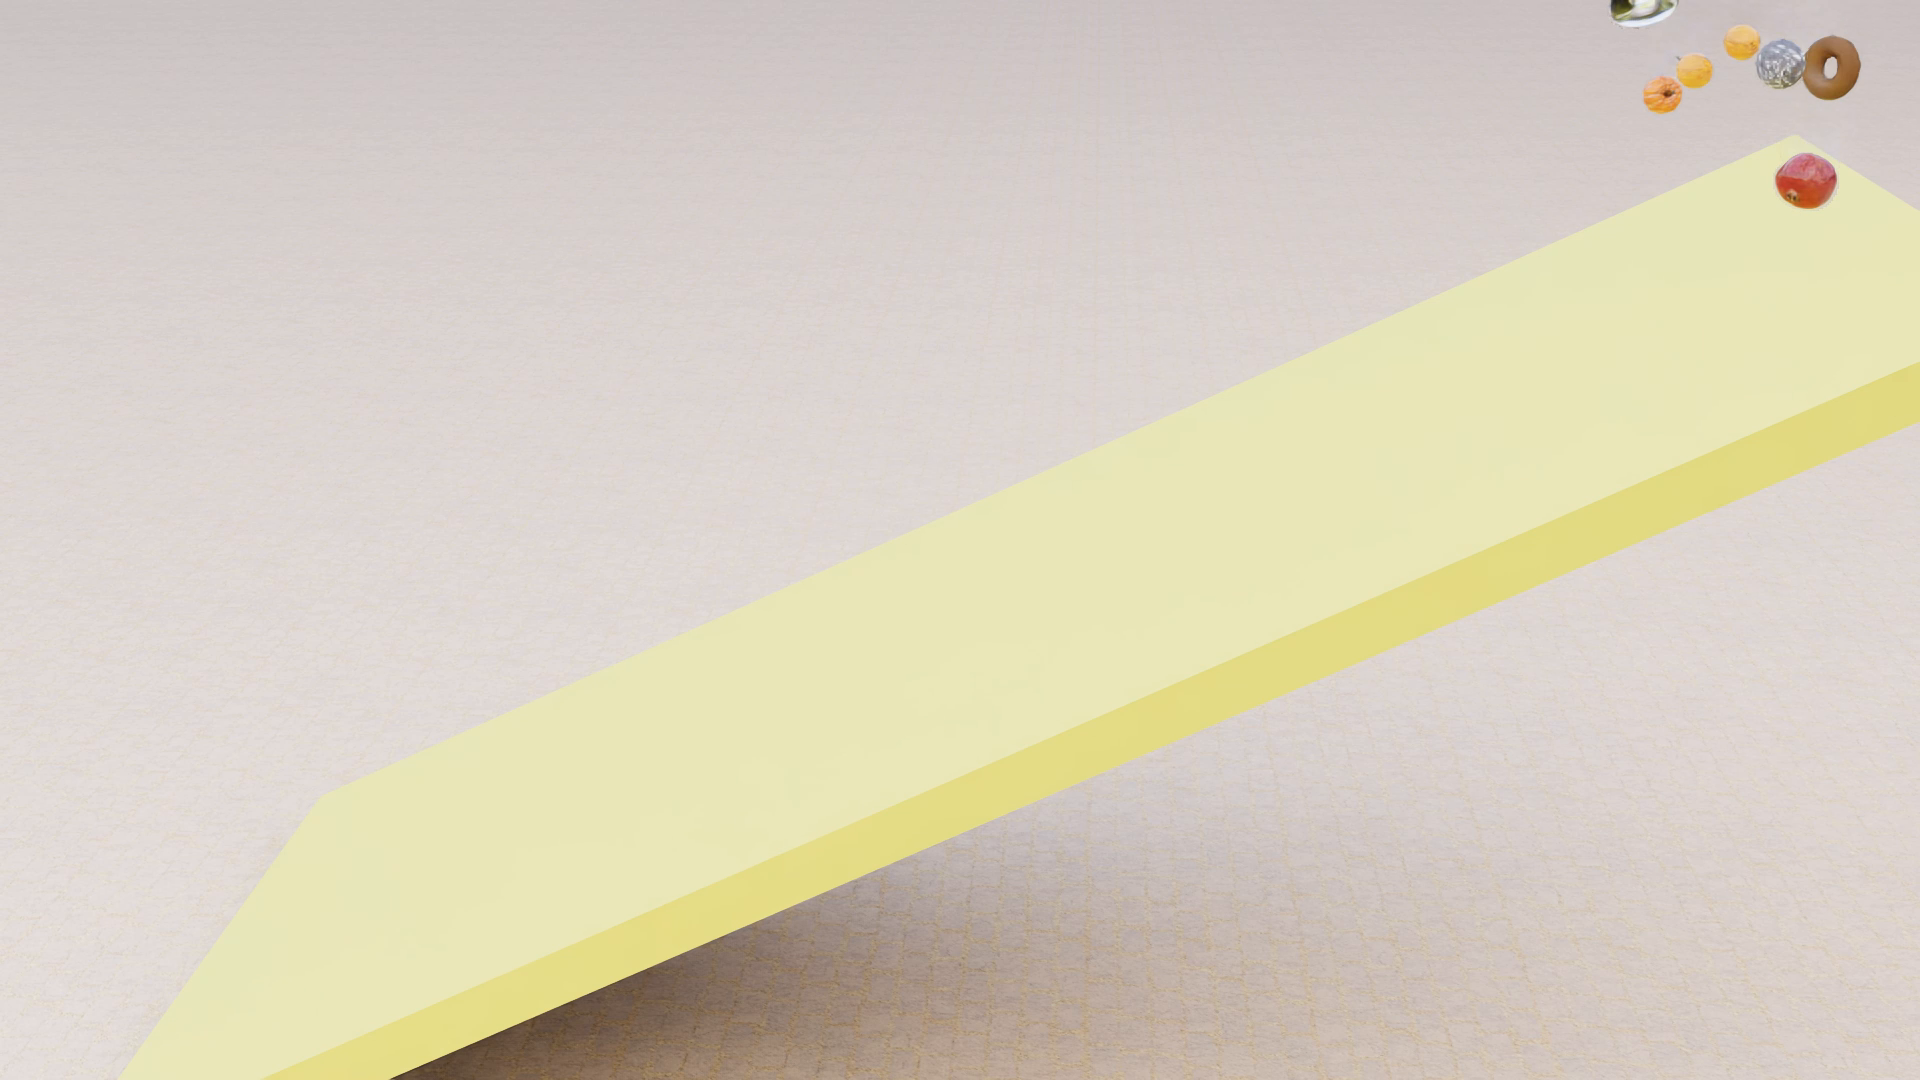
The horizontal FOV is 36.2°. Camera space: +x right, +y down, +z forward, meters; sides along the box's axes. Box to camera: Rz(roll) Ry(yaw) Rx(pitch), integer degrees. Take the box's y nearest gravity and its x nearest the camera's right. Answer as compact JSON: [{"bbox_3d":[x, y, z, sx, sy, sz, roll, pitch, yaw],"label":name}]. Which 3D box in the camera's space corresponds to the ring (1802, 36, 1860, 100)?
[{"bbox_3d":[1.736,-0.941,5.862,0.043,0.128,0.128,-3,15,-38],"label":"ring"}]

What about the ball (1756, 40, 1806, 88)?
[{"bbox_3d":[1.553,-0.900,5.564,0.092,0.092,0.092,0,16,0],"label":"ball"}]

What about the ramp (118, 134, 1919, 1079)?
[{"bbox_3d":[0.136,0.169,6.282,4.000,0.100,2.000,-24,13,9],"label":"ramp"}]

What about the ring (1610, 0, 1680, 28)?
[{"bbox_3d":[1.375,-1.079,5.903,0.143,0.048,0.143,-9,-22,-4],"label":"ring"}]
